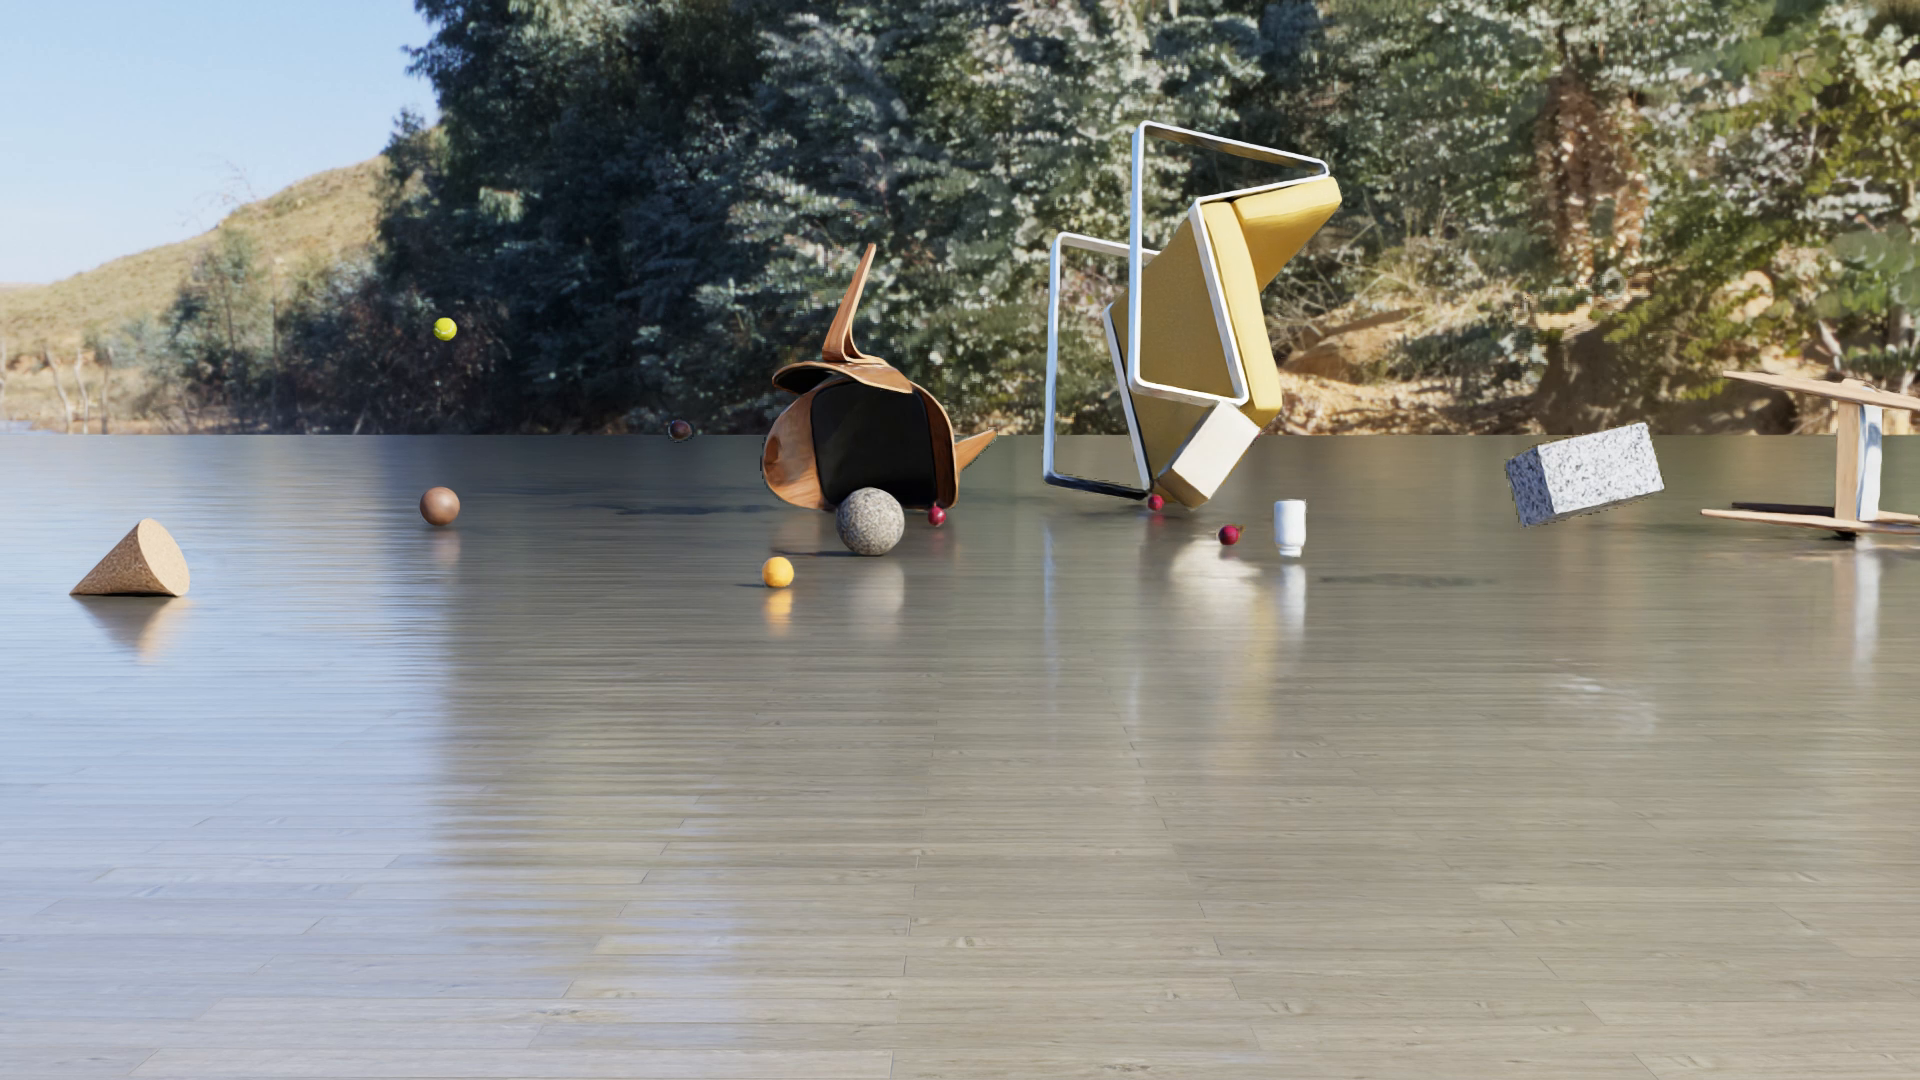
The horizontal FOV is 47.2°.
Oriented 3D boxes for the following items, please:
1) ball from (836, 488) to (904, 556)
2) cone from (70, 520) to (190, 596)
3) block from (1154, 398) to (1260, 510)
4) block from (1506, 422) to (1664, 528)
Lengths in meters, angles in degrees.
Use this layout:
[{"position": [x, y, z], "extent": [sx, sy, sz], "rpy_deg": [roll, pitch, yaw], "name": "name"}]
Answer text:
[{"position": [-0.242, -0.049, 5.915], "extent": [0.185, 0.185, 0.185], "rpy_deg": [0, 4, 0], "name": "ball"}, {"position": [-1.839, 0.078, 4.791], "extent": [0.242, 0.190, 0.151], "rpy_deg": [-20, 36, 9], "name": "cone"}, {"position": [0.859, -0.297, 7.645], "extent": [0.169, 0.335, 0.165], "rpy_deg": [40, -21, -4], "name": "block"}, {"position": [1.390, -0.144, 4.903], "extent": [0.257, 0.153, 0.194], "rpy_deg": [-13, -7, -8], "name": "block"}]
